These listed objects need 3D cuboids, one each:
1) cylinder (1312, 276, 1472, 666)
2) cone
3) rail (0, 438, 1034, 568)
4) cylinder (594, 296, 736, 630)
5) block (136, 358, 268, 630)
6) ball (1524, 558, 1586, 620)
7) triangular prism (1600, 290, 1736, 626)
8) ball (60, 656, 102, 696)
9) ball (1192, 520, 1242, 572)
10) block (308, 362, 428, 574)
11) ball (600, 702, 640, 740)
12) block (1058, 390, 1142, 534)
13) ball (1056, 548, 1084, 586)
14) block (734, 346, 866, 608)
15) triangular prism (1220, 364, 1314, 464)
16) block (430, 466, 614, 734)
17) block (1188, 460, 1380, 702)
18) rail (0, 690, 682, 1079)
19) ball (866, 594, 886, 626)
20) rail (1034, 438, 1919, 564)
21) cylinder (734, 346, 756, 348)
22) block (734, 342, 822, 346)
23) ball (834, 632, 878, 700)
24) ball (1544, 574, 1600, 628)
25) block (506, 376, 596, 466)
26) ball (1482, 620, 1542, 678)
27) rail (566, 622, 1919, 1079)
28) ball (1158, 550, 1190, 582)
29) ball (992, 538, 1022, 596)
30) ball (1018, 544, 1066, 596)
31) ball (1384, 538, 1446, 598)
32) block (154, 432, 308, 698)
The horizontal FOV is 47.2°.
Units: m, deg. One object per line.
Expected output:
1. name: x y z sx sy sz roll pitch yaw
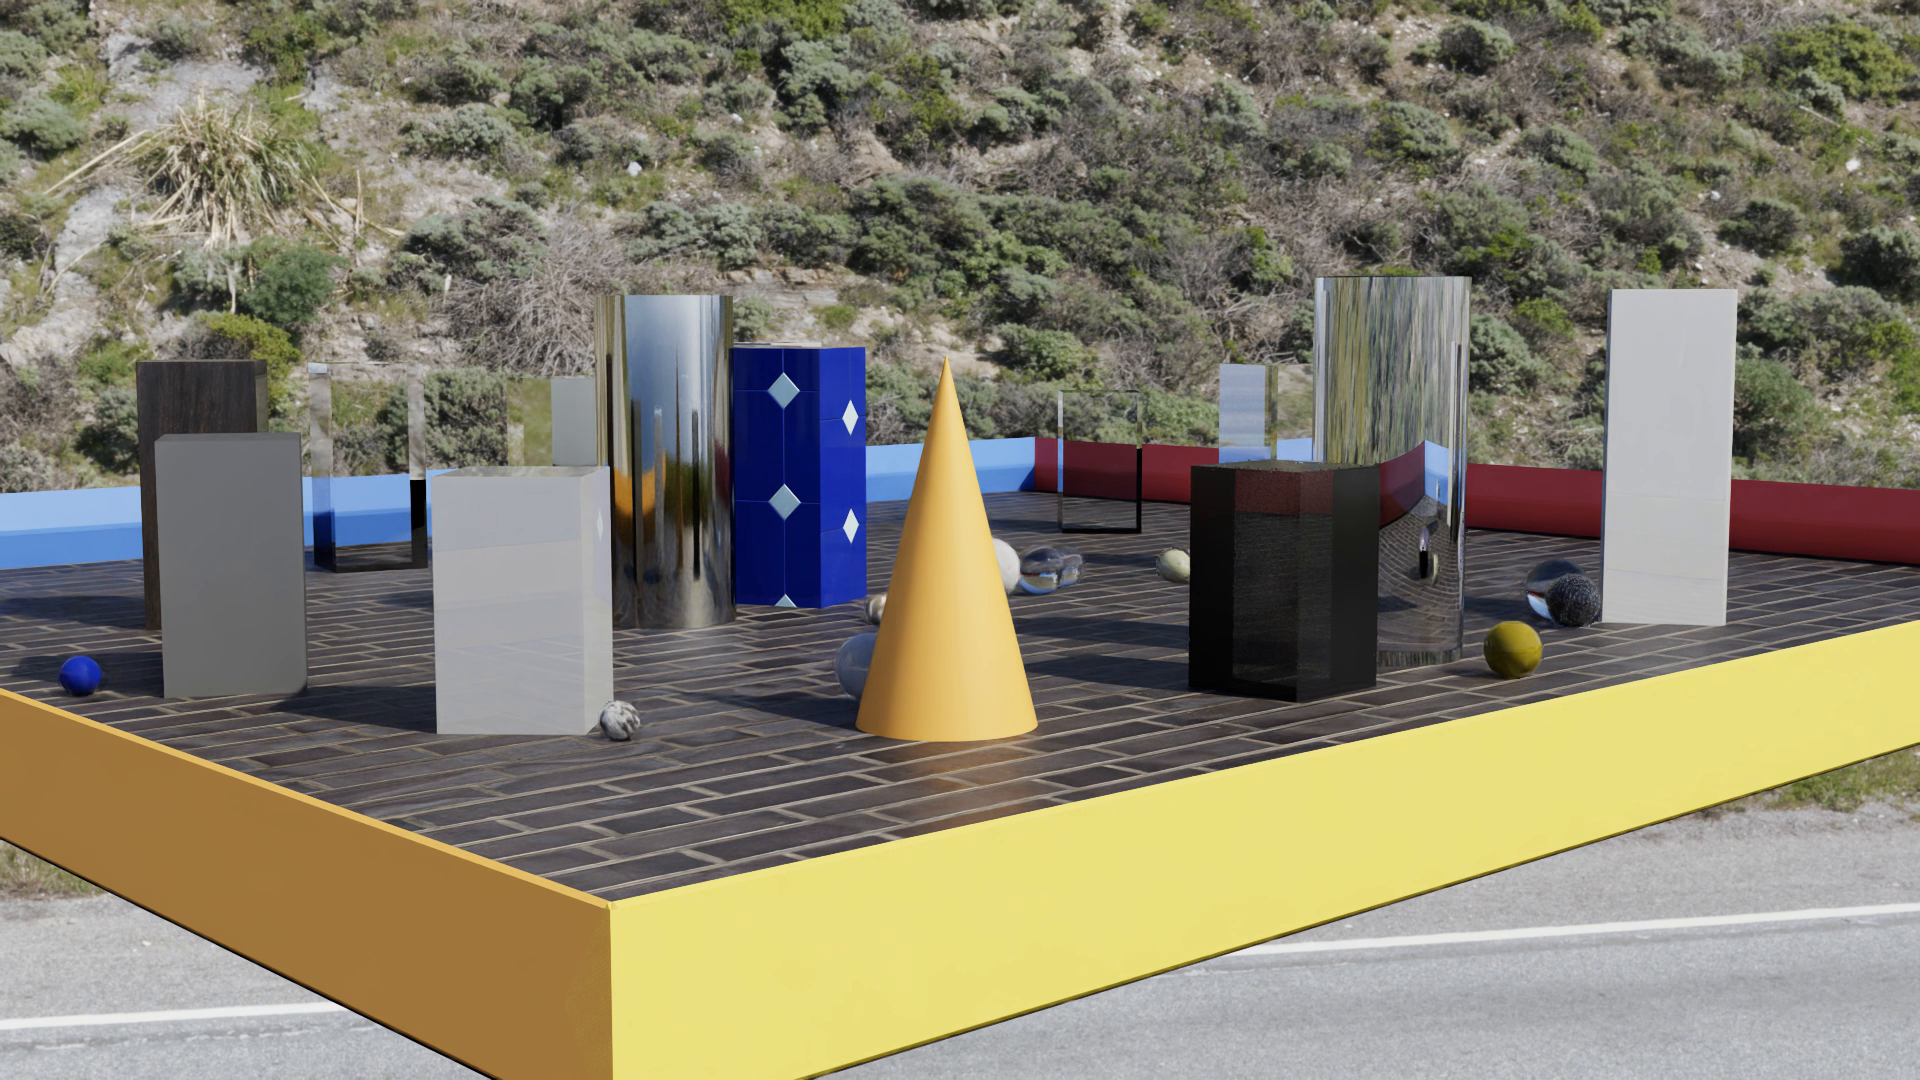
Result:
1. cylinder: 0.552 -0.094 2.830 0.197 0.487 0.197 0 6 0
2. cone: -0.015 0.000 2.356 0.197 0.399 0.197 0 6 0
3. rail: -0.978 -0.077 4.386 3.212 0.128 0.045 -5 8 -42
4. cylinder: -0.422 -0.116 3.153 0.197 0.465 0.197 0 6 0
5. block: -1.075 -0.069 3.141 0.158 0.374 0.158 -1 6 -12
6. ball: 0.860 0.071 3.174 0.088 0.088 0.088 0 6 0
7. triangular prism: 1.017 -0.124 3.183 0.171 0.474 0.148 1 6 13
8. ball: -1.021 0.157 2.551 0.046 0.046 0.046 0 6 0
9. ball: 0.439 0.010 3.760 0.087 0.087 0.087 0 6 0
10. block: -1.029 -0.130 3.821 0.158 0.354 0.158 -3 7 -29
11. ball: -0.354 0.188 2.284 0.041 0.041 0.041 0 6 0
12. block: 0.282 -0.161 4.461 0.158 0.282 0.158 0 6 -1
13. ball: 0.169 0.043 3.558 0.063 0.063 0.063 0 6 0
14. block: -0.250 -0.101 3.376 0.158 0.388 0.158 3 6 23
15. triangular prism: 0.514 -0.127 3.795 0.148 0.353 0.171 4 7 35
16. block: -0.470 0.061 2.381 0.158 0.272 0.158 0 6 2
17. block: 0.383 0.043 2.600 0.158 0.263 0.158 6 8 45
18. rail: -1.163 0.145 2.265 0.045 0.128 2.932 -5 8 -42
19. ball: -0.113 0.099 3.117 0.044 0.044 0.044 0 6 0
20. rail: 1.163 -0.078 4.399 0.045 0.128 2.932 -5 8 -42
21. cylinder: -0.387 -0.165 4.026 0.197 0.380 0.197 0 6 0
22. block: -0.389 -0.208 4.440 0.158 0.380 0.158 4 7 35
23. ball: -0.102 0.142 2.464 0.077 0.077 0.077 0 6 0
24. ball: 0.861 0.086 3.093 0.075 0.075 0.075 0 6 0
25. block: -0.686 -0.122 3.871 0.158 0.328 0.158 -5 8 -40
26. ball: 0.671 0.132 2.674 0.070 0.070 0.070 0 6 0
27. rail: 0.978 0.143 2.278 3.212 0.128 0.045 -5 8 -42
28. ball: 0.353 0.042 3.609 0.055 0.055 0.055 0 6 0
29. ball: 0.045 0.045 3.374 0.098 0.098 0.098 0 6 0
30. ball: 0.125 0.046 3.448 0.080 0.080 0.080 0 6 0
31. ball: 0.708 0.043 3.417 0.094 0.094 0.094 0 6 0
32. block: -0.862 0.025 2.614 0.158 0.296 0.158 -2 6 -16
